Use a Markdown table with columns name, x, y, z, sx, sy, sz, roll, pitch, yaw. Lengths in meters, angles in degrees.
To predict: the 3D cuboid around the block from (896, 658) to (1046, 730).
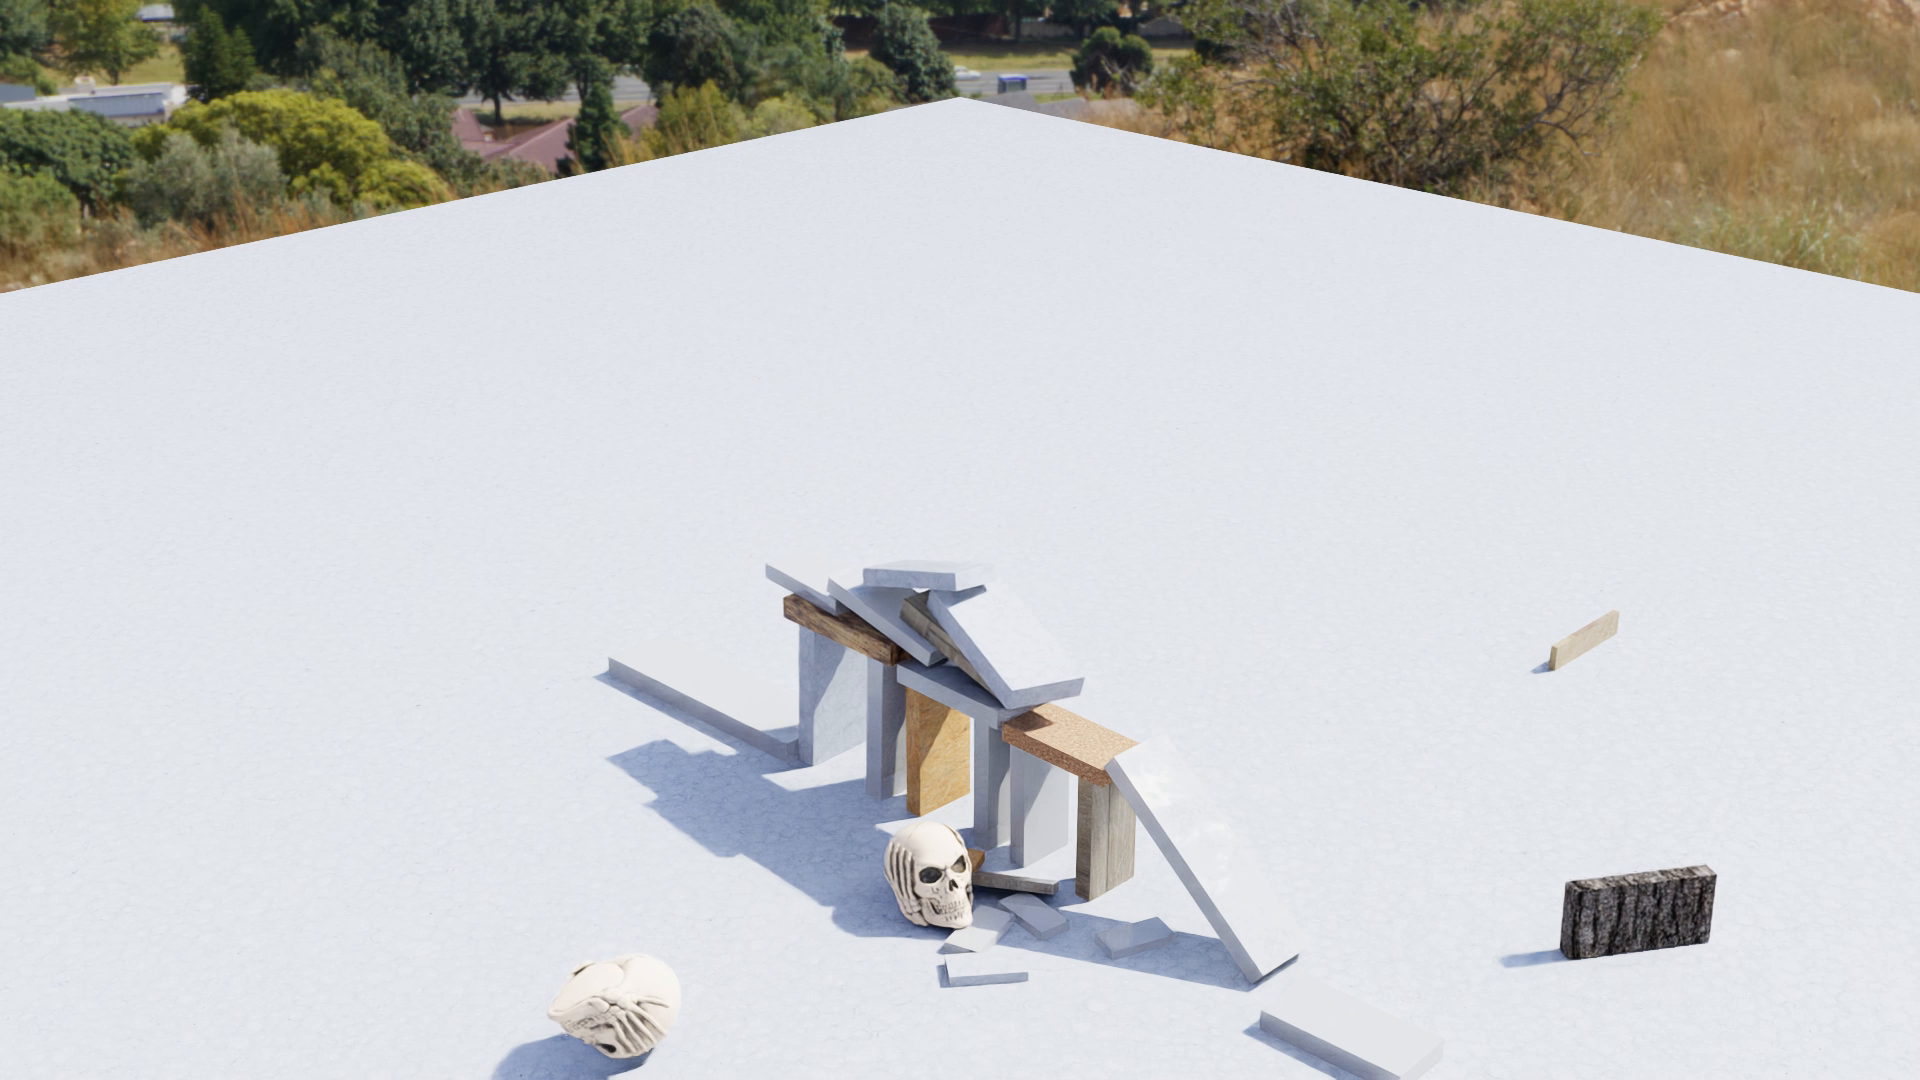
| name | x | y | z | sx | sy | sz | roll | pitch | yaw |
| --- | --- | --- | --- | --- | --- | --- | --- | --- | --- |
| block | 0.024 | 0.285 | 4.318 | 0.141 | 0.040 | 0.282 | -21 | 31 | -40 |

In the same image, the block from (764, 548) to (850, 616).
| name | x | y | z | sx | sy | sz | roll | pitch | yaw |
| --- | --- | --- | --- | --- | --- | --- | --- | --- | --- |
| block | -0.284 | 0.085 | 4.570 | 0.122 | 0.035 | 0.245 | -19 | 30 | -36 |

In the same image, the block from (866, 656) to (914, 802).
| name | x | y | z | sx | sy | sz | roll | pitch | yaw |
| --- | --- | --- | --- | --- | --- | --- | --- | --- | --- |
| block | -0.117 | 0.361 | 4.498 | 0.161 | 0.321 | 0.046 | -21 | 33 | -41 |

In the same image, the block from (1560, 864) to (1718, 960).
| name | x | y | z | sx | sy | sz | roll | pitch | yaw |
| --- | --- | --- | --- | --- | --- | --- | --- | --- | --- |
| block | 1.230 | 0.675 | 3.990 | 0.277 | 0.139 | 0.039 | -5 | 20 | -11 |

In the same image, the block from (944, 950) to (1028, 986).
| name | x | y | z | sx | sy | sz | roll | pitch | yaw |
| --- | --- | --- | --- | --- | --- | --- | --- | --- | --- |
| block | 0.047 | 0.765 | 3.932 | 0.142 | 0.020 | 0.071 | -3 | 23 | -6 |

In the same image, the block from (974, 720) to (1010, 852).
| name | x | y | z | sx | sy | sz | roll | pitch | yaw |
| --- | --- | --- | --- | --- | --- | --- | --- | --- | --- |
| block | 0.091 | 0.457 | 4.323 | 0.040 | 0.282 | 0.141 | 21 | 31 | 41 |

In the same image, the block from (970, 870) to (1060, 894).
| name | x | y | z | sx | sy | sz | roll | pitch | yaw |
| --- | --- | --- | --- | --- | --- | --- | --- | --- | --- |
| block | 0.103 | 0.650 | 4.171 | 0.161 | 0.019 | 0.066 | 5 | -2 | 12 |

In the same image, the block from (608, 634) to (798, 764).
| name | x | y | z | sx | sy | sz | roll | pitch | yaw |
| --- | --- | --- | --- | --- | --- | --- | --- | --- | --- |
| block | -0.528 | 0.346 | 4.887 | 0.606 | 0.046 | 0.163 | 21 | 30 | 40 |

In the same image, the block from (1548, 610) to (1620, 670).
| name | x | y | z | sx | sy | sz | roll | pitch | yaw |
| --- | --- | --- | --- | --- | --- | --- | --- | --- | --- |
| block | 1.459 | 0.233 | 5.137 | 0.017 | 0.059 | 0.279 | 21 | 31 | 41 |

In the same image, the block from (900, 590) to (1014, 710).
| name | x | y | z | sx | sy | sz | roll | pitch | yaw |
| --- | --- | --- | --- | --- | --- | --- | --- | --- | --- |
| block | 0.052 | 0.198 | 4.304 | 0.163 | 0.046 | 0.327 | -20 | 46 | -40 |

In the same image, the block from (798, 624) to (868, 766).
| name | x | y | z | sx | sy | sz | roll | pitch | yaw |
| --- | --- | --- | --- | --- | --- | --- | --- | --- | --- |
| block | -0.265 | 0.302 | 4.635 | 0.046 | 0.321 | 0.161 | 23 | 32 | 38 |

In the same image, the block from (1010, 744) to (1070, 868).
| name | x | y | z | sx | sy | sz | roll | pitch | yaw |
| --- | --- | --- | --- | --- | --- | --- | --- | --- | --- |
| block | 0.155 | 0.495 | 4.266 | 0.128 | 0.257 | 0.036 | -21 | 30 | -41 |

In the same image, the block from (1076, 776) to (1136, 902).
| name | x | y | z | sx | sy | sz | roll | pitch | yaw |
| --- | --- | --- | --- | --- | --- | --- | --- | --- | --- |
| block | 0.277 | 0.543 | 4.153 | 0.128 | 0.256 | 0.036 | -21 | 31 | -41 |

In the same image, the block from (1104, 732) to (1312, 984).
| name | x | y | z | sx | sy | sz | roll | pitch | yaw |
| --- | --- | --- | --- | --- | --- | --- | --- | --- | --- |
| block | 0.448 | 0.572 | 3.994 | 0.139 | 0.039 | 0.468 | -21 | 70 | -40 |

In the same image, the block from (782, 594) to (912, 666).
| name | x | y | z | sx | sy | sz | roll | pitch | yaw |
| --- | --- | --- | --- | --- | --- | --- | --- | --- | --- |
| block | -0.195 | 0.161 | 4.495 | 0.321 | 0.046 | 0.161 | 22 | 32 | 40 |

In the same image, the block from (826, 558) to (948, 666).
| name | x | y | z | sx | sy | sz | roll | pitch | yaw |
| --- | --- | --- | --- | --- | --- | --- | --- | --- | --- |
| block | -0.122 | 0.143 | 4.400 | 0.290 | 0.035 | 0.122 | 35 | 40 | 29 |

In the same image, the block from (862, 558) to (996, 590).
| name | x | y | z | sx | sy | sz | roll | pitch | yaw |
| --- | --- | --- | --- | --- | --- | --- | --- | --- | --- |
| block | -0.061 | 0.068 | 4.352 | 0.245 | 0.035 | 0.122 | 2 | 10 | 41 |

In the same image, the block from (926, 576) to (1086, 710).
| name | x | y | z | sx | sy | sz | roll | pitch | yaw |
| --- | --- | --- | --- | --- | --- | --- | --- | --- | --- |
| block | 0.085 | 0.195 | 4.237 | 0.163 | 0.046 | 0.327 | -8 | 39 | -30 |

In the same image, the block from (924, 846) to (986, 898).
| name | x | y | z | sx | sy | sz | roll | pitch | yaw |
| --- | --- | --- | --- | --- | --- | --- | --- | --- | --- |
| block | -0.009 | 0.637 | 4.234 | 0.071 | 0.020 | 0.142 | 8 | 24 | 18 |

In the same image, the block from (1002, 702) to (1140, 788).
| name | x | y | z | sx | sy | sz | roll | pitch | yaw |
| --- | --- | --- | --- | --- | --- | --- | --- | --- | --- |
| block | 0.217 | 0.384 | 4.151 | 0.128 | 0.036 | 0.256 | -21 | 31 | -40 |

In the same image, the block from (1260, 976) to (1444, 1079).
| name | x | y | z | sx | sy | sz | roll | pitch | yaw |
| --- | --- | --- | --- | --- | --- | --- | --- | --- | --- |
| block | 0.664 | 0.839 | 3.734 | 0.277 | 0.039 | 0.139 | 20 | 30 | 38 |

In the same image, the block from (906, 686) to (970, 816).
| name | x | y | z | sx | sy | sz | roll | pitch | yaw |
| --- | --- | --- | --- | --- | --- | --- | --- | --- | --- |
| block | -0.043 | 0.405 | 4.445 | 0.141 | 0.282 | 0.040 | -21 | 31 | -40 |

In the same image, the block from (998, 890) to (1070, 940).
| name | x | y | z | sx | sy | sz | roll | pitch | yaw |
| --- | --- | --- | --- | --- | --- | --- | --- | --- | --- |
| block | 0.137 | 0.698 | 4.092 | 0.066 | 0.019 | 0.132 | -16 | 28 | -33 |

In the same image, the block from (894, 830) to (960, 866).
| name | x | y | z | sx | sy | sz | roll | pitch | yaw |
| --- | --- | --- | --- | --- | --- | --- | --- | --- | --- |
| block | -0.066 | 0.604 | 4.317 | 0.117 | 0.017 | 0.058 | -15 | 28 | -32 |

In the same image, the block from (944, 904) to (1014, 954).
| name | x | y | z | sx | sy | sz | roll | pitch | yaw |
| --- | --- | --- | --- | --- | --- | --- | --- | --- | --- |
| block | 0.036 | 0.721 | 4.037 | 0.071 | 0.020 | 0.142 | 12 | 26 | 26 |

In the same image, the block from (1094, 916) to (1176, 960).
| name | x | y | z | sx | sy | sz | roll | pitch | yaw |
| --- | --- | --- | --- | --- | --- | --- | --- | --- | --- |
| block | 0.320 | 0.728 | 4.021 | 0.132 | 0.019 | 0.066 | -11 | 25 | -23 |
